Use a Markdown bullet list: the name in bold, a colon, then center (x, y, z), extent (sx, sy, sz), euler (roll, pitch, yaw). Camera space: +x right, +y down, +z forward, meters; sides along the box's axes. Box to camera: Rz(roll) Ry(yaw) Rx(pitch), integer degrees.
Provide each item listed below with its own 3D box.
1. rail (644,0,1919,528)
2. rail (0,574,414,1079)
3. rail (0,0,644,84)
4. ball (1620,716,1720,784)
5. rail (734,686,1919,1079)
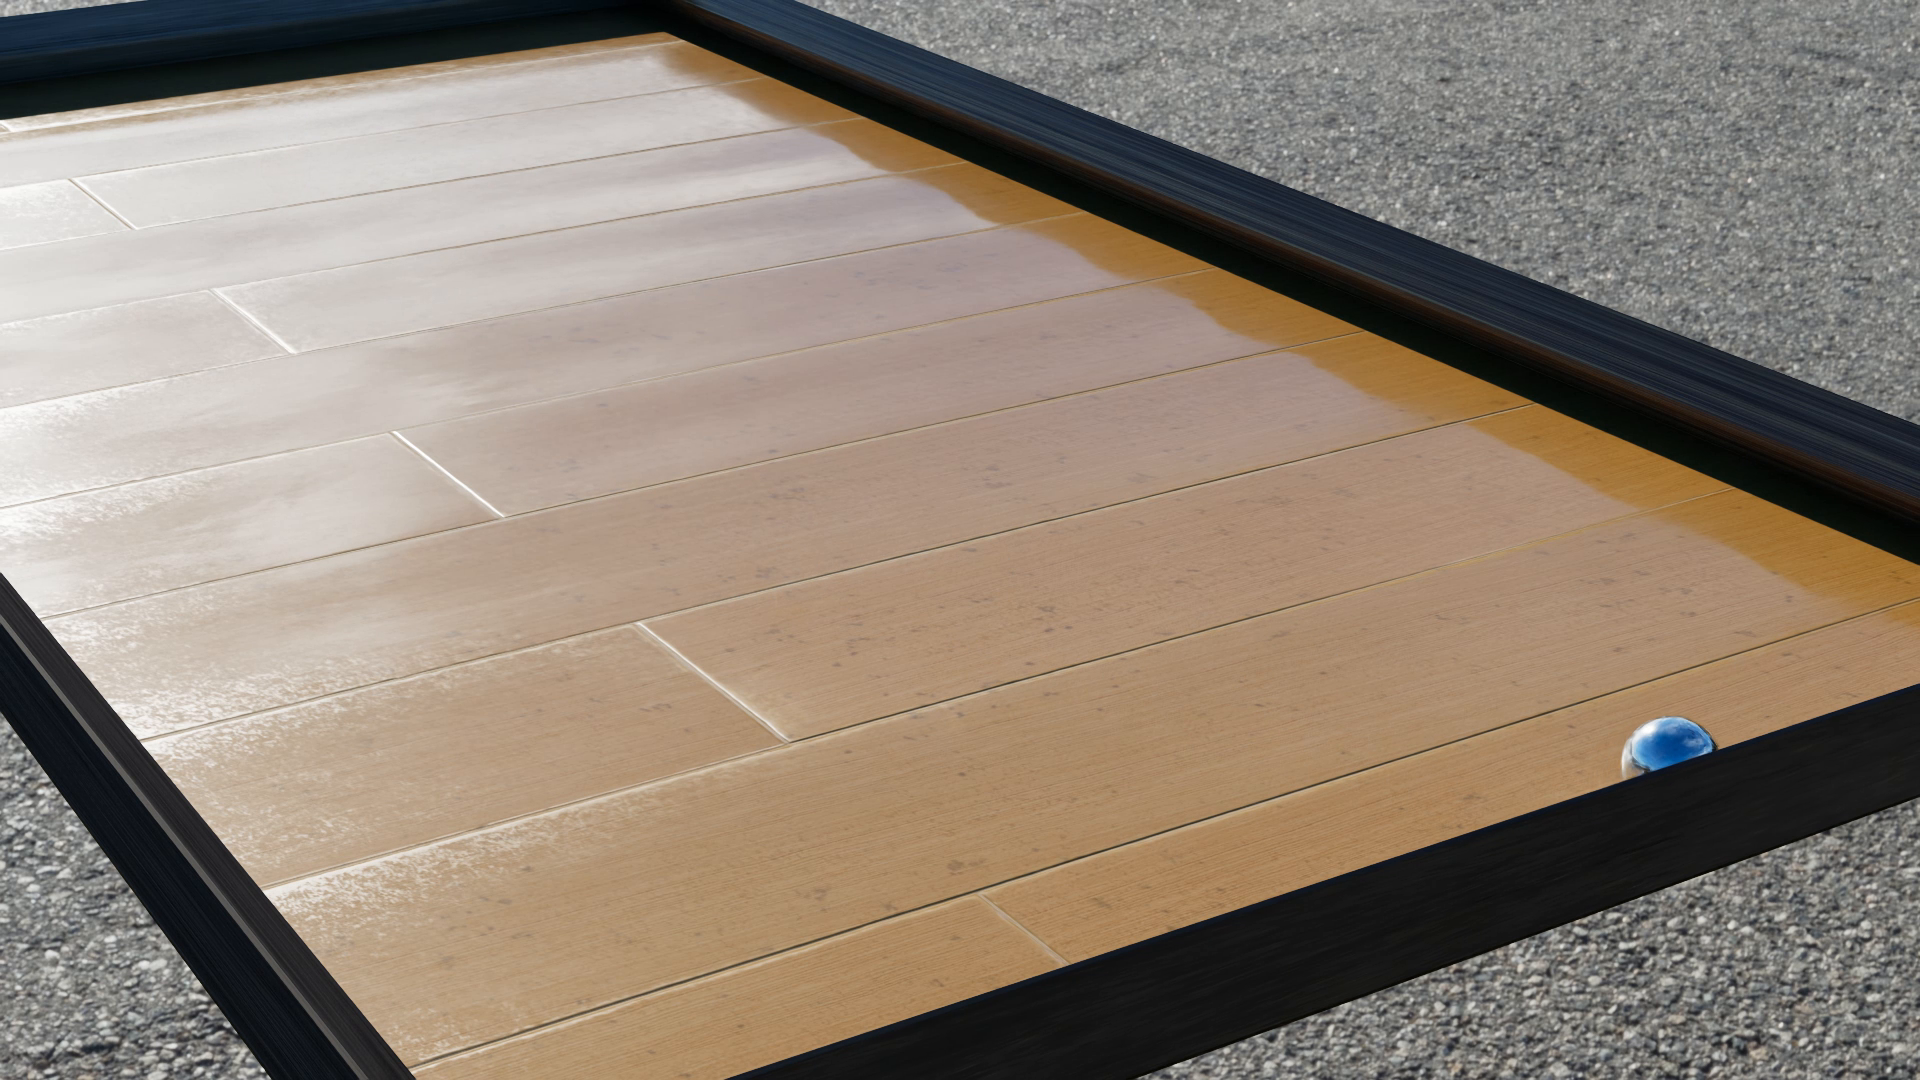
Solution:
- **rail**: center (0.238, -0.384, 3.249), extent (0.045, 0.088, 2.732), euler (-14, 26, -29)
- **rail**: center (-0.962, -0.095, 2.557), extent (0.045, 0.088, 2.732), euler (-14, 26, -29)
- **rail**: center (-1.073, -0.678, 3.953), extent (1.463, 0.088, 0.045), euler (-14, 26, -29)
- **ball**: center (0.482, 0.153, 1.993), extent (0.068, 0.068, 0.068), euler (0, 23, 0)
- **rail**: center (0.349, 0.200, 1.853), extent (1.463, 0.088, 0.045), euler (-14, 26, -29)
